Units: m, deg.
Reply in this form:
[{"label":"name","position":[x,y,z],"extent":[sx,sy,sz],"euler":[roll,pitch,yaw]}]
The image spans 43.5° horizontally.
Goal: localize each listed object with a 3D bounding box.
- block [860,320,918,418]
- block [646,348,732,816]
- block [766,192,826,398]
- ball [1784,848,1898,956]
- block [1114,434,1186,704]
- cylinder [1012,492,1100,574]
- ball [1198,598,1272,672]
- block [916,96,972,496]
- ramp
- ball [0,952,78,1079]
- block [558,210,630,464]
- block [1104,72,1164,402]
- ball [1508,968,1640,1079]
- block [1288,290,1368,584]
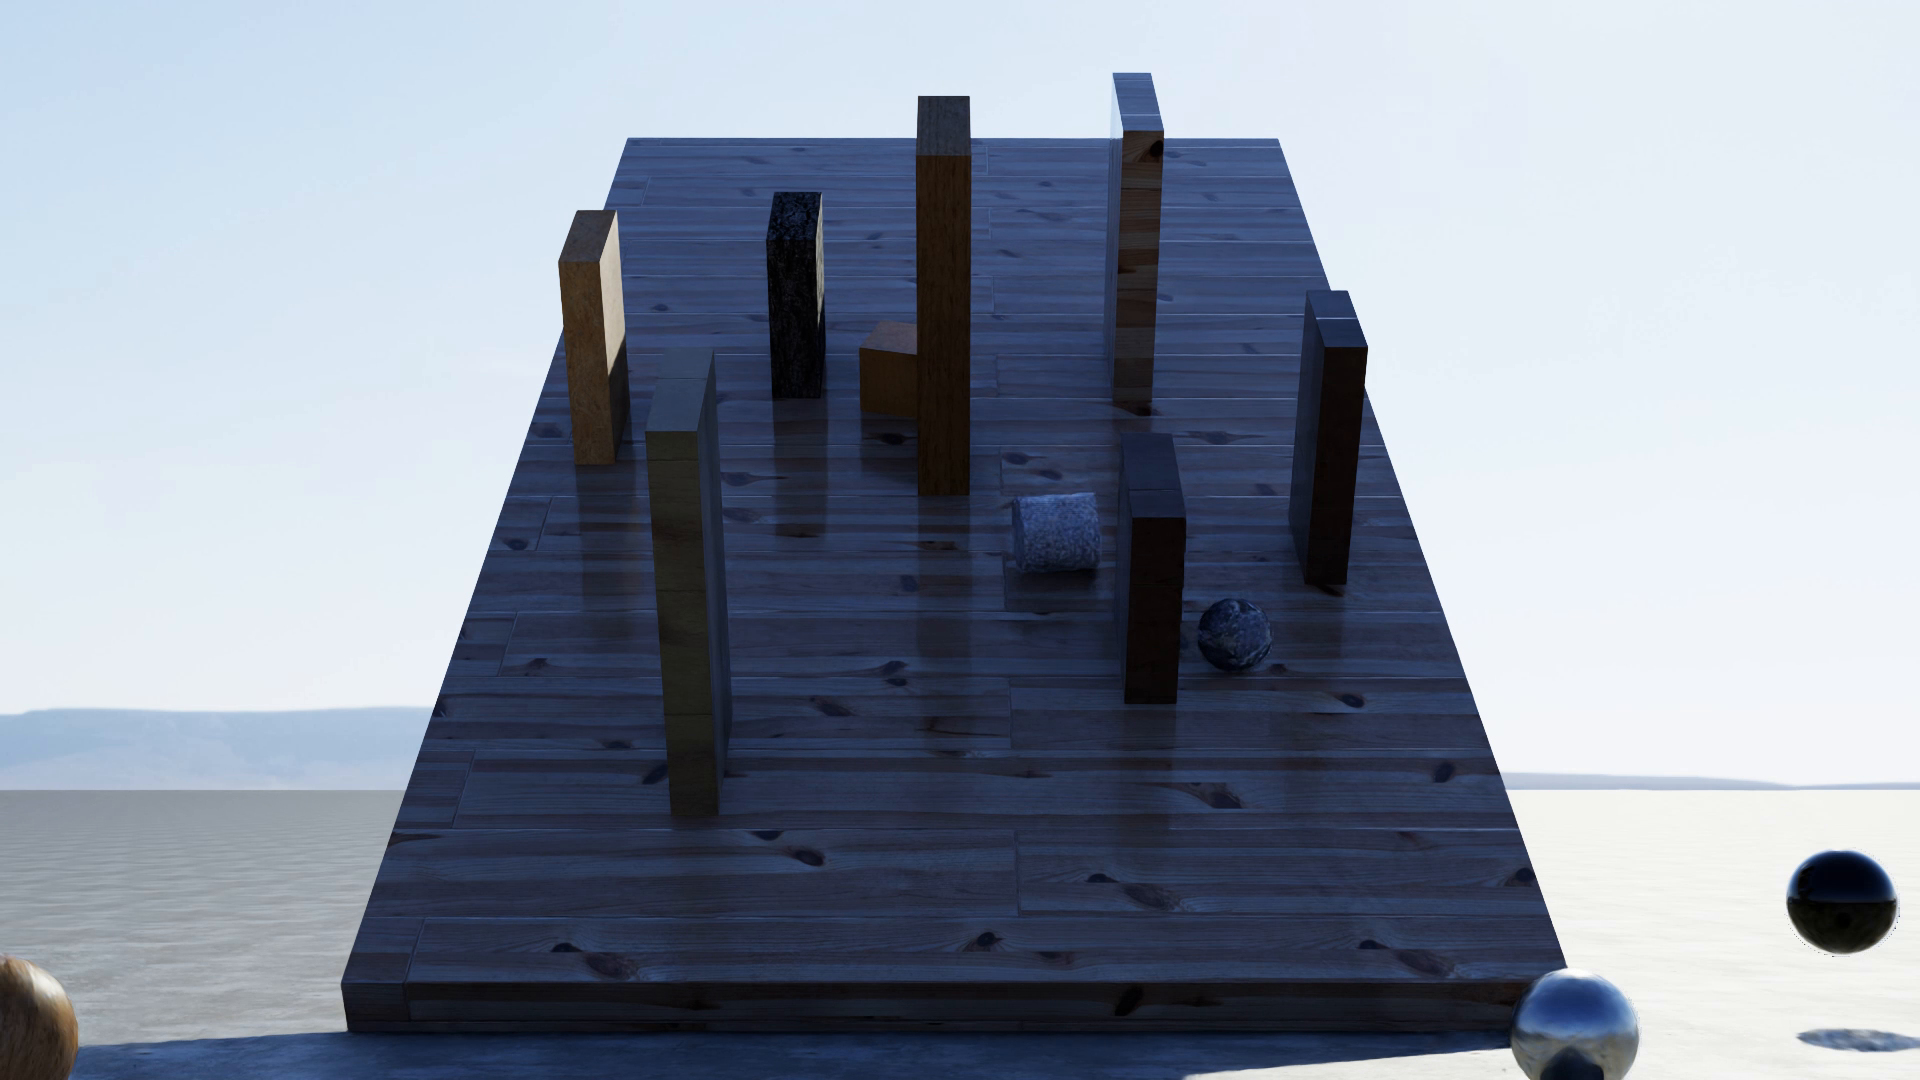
[{"label":"block","position":[-0.134,-0.408,5.740],"extent":[0.165,0.165,0.165],"euler":[8,30,14]},{"label":"block","position":[-0.474,0.077,4.256],"extent":[0.084,0.768,0.328],"euler":[0,29,0]},{"label":"block","position":[-0.394,-0.594,5.823],"extent":[0.115,0.409,0.306],"euler":[0,29,0]},{"label":"ball","position":[1.534,0.629,4.186],"extent":[0.185,0.185,0.185],"euler":[0,-6,0]},{"label":"block","position":[0.366,0.053,4.673],"extent":[0.100,0.409,0.344],"euler":[0,29,0]},{"label":"cylinder","position":[0.202,-0.014,5.043],"extent":[0.160,0.160,0.160],"euler":[-4,-5,-7]},{"label":"ball","position":[0.537,0.186,4.705],"extent":[0.146,0.146,0.146],"euler":[0,-6,0]},{"label":"block","position":[-0.036,-0.540,5.332],"extent":[0.115,0.797,0.378],"euler":[0,29,0]},{"label":"ramp","position":[-0.012,-0.215,5.670],"extent":[2.000,0.100,4.000],"euler":[0,29,0]},{"label":"ball","position":[-1.132,0.583,2.785],"extent":[0.209,0.209,0.209],"euler":[0,-6,0]},{"label":"block","position":[-0.833,-0.465,5.498],"extent":[0.091,0.498,0.306],"euler":[0,29,0]},{"label":"block","position":[0.414,-0.729,5.789],"extent":[0.094,0.683,0.414],"euler":[0,29,0]},{"label":"ball","position":[0.793,0.638,3.108],"extent":[0.164,0.164,0.164],"euler":[0,-6,0]},{"label":"block","position":[0.764,-0.213,5.012],"extent":[0.086,0.544,0.283],"euler":[0,29,0]}]
